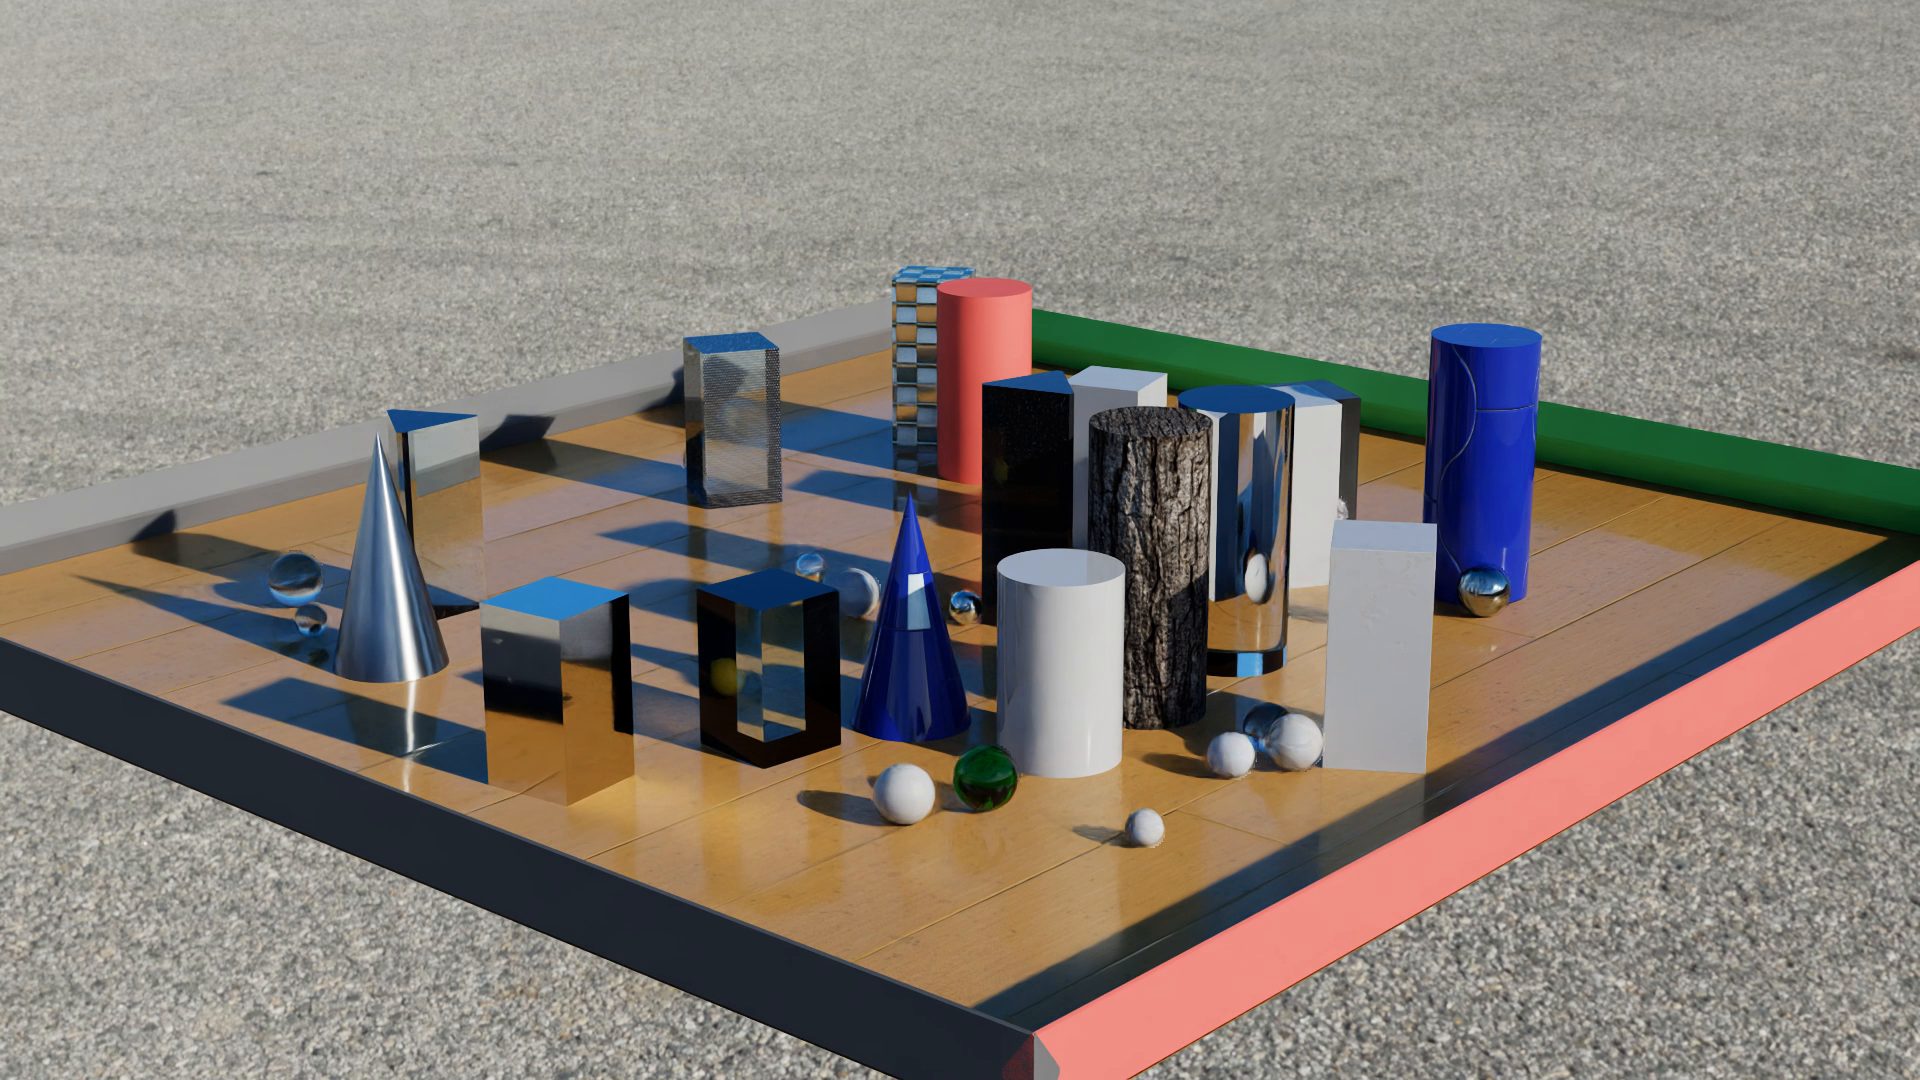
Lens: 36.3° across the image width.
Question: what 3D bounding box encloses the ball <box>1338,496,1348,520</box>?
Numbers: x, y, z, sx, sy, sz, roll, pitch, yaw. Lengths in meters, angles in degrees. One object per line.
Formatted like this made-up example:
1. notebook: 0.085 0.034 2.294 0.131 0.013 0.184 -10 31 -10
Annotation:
1. ball: 0.672 -0.045 5.428 0.091 0.091 0.091 0 17 0

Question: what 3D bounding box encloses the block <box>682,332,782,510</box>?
1. block: -0.441 -0.233 5.678 0.150 0.306 0.150 -6 18 -19

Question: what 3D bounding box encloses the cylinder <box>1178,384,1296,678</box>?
1. cylinder: 0.440 -0.016 4.733 0.188 0.437 0.188 0 17 0

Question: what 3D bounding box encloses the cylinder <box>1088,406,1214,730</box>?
1. cylinder: 0.289 0.042 4.499 0.188 0.462 0.188 0 17 0

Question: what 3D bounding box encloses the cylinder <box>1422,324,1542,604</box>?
1. cylinder: 0.900 -0.132 5.081 0.188 0.457 0.188 0 17 0

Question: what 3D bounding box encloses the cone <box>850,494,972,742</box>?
1. cone: -0.076 0.101 4.464 0.188 0.369 0.188 0 17 0

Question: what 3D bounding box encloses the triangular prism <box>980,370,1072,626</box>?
1. triangular prism: 0.139 -0.067 4.937 0.163 0.417 0.141 8 18 24

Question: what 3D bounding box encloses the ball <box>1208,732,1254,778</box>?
1. ball: 0.396 0.314 4.280 0.069 0.069 0.069 0 17 0

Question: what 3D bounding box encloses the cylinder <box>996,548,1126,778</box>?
1. cylinder: 0.148 0.180 4.332 0.188 0.294 0.188 0 17 0

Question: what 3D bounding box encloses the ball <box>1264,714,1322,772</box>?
1. ball: 0.490 0.297 4.307 0.085 0.085 0.085 0 17 0

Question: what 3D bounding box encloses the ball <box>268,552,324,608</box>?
1. ball: -1.144 0.069 5.046 0.094 0.094 0.094 0 17 0

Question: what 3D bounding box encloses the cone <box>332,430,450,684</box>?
1. cone: -0.926 0.013 4.714 0.188 0.394 0.188 0 17 0

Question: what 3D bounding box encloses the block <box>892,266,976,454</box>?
1. block: -0.053 -0.371 6.042 0.150 0.360 0.150 2 17 8

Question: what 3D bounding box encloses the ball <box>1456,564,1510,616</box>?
1. ball: 0.891 0.086 4.997 0.090 0.090 0.090 0 17 0

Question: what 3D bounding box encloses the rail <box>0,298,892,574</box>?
1. rail: -1.004 -0.222 5.956 0.045 0.122 2.870 14 22 39

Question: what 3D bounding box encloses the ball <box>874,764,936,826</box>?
1. ball: -0.078 0.356 4.108 0.087 0.087 0.087 0 17 0

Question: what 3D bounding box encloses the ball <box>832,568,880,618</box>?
1. ball: -0.179 0.090 4.994 0.083 0.083 0.083 0 17 0

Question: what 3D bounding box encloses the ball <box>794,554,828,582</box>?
1. ball: -0.263 0.052 5.162 0.058 0.058 0.058 0 17 0

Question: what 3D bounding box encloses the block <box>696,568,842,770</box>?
1. block: -0.285 0.190 4.385 0.150 0.245 0.150 -15 23 -41

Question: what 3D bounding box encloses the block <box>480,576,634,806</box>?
1. block: -0.581 0.216 4.238 0.150 0.279 0.150 11 20 32

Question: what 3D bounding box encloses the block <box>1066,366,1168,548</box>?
1. block: 0.282 -0.148 5.397 0.150 0.307 0.150 7 18 23

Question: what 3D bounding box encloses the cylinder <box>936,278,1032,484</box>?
1. cylinder: 0.048 -0.317 5.831 0.188 0.378 0.188 0 17 0

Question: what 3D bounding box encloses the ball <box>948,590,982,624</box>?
1. ball: 0.008 0.114 4.961 0.057 0.057 0.057 0 17 0

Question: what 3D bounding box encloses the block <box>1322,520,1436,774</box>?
1. block: 0.620 0.156 4.334 0.150 0.339 0.150 3 17 9

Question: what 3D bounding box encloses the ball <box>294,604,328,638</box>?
1. ball: -1.084 0.135 4.895 0.055 0.055 0.055 0 17 0

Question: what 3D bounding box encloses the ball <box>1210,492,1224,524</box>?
1. ball: 0.464 -0.061 5.523 0.067 0.067 0.067 0 17 0

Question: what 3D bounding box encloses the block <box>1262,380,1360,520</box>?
1. block: 0.648 -0.157 5.520 0.150 0.252 0.150 -6 18 -19

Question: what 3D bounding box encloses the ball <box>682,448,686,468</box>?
1. ball: -0.502 -0.162 5.811 0.093 0.093 0.093 0 17 0

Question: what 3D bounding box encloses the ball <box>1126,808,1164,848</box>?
1. ball: 0.254 0.396 4.033 0.054 0.054 0.054 0 17 0

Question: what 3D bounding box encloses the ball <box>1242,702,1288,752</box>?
1. ball: 0.460 0.280 4.379 0.075 0.075 0.075 0 17 0

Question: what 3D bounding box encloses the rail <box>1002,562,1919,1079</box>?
1. rail: 1.004 0.283 4.286 0.045 0.122 2.870 14 22 39

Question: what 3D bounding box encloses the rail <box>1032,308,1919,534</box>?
1. rail: 0.925 -0.278 6.141 2.708 0.122 0.045 14 22 39

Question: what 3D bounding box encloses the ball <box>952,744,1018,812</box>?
1. ball: 0.036 0.337 4.158 0.094 0.094 0.094 0 17 0

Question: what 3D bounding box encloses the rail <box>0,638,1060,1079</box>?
1. rail: -0.925 0.339 4.101 2.708 0.122 0.045 14 22 39

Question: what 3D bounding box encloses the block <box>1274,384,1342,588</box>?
1. block: 0.567 -0.092 5.176 0.150 0.327 0.150 -6 18 -18

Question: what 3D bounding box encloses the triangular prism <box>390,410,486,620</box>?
1. triangular prism: -0.923 -0.046 5.003 0.141 0.339 0.163 16 23 42
